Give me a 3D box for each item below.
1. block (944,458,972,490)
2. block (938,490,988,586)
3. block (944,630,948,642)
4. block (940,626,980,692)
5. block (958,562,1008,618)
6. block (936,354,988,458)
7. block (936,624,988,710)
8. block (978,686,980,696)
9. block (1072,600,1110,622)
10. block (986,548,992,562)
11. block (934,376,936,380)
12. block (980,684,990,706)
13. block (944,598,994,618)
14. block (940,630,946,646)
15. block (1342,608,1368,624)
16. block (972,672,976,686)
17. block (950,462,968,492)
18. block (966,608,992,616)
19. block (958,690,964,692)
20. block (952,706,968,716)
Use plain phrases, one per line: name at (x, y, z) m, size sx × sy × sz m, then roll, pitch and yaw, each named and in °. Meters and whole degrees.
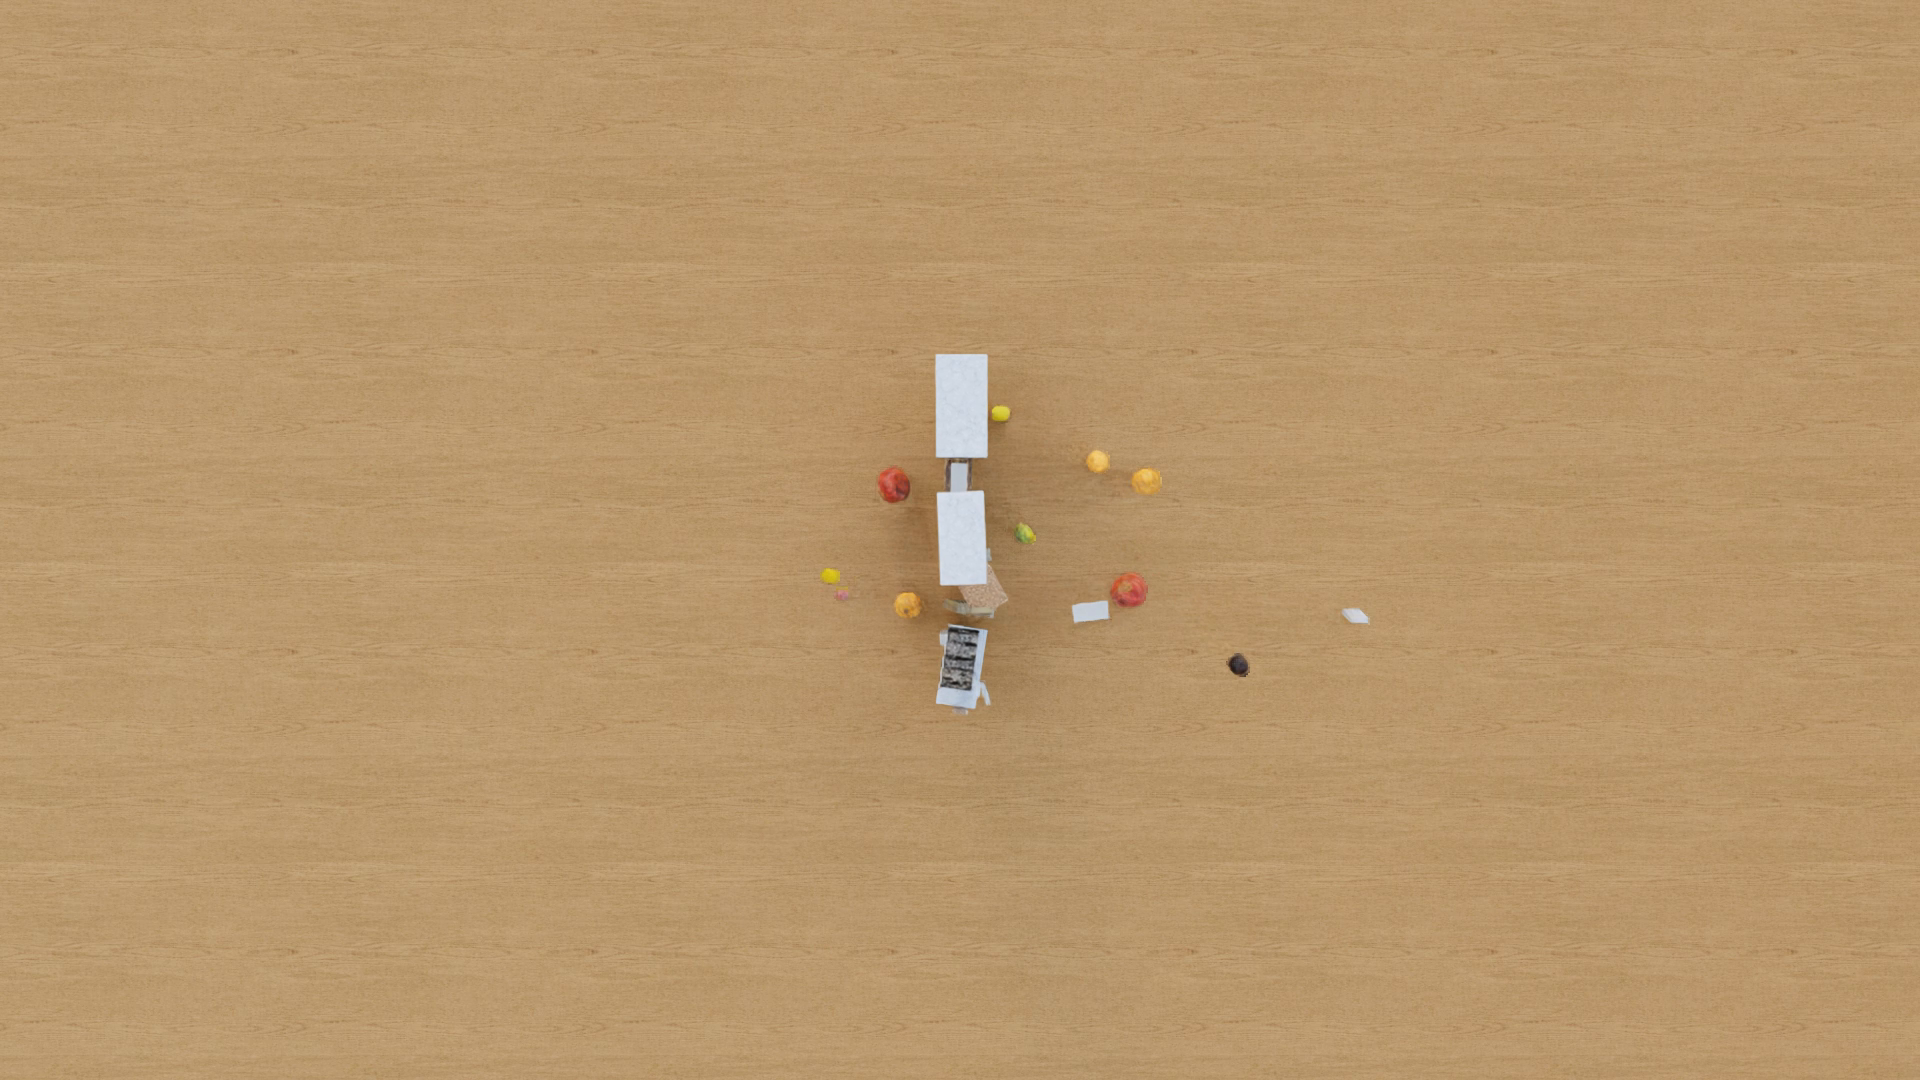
block at (-0.006, -0.247, 5.312) m, size 0.088 × 0.025 × 0.175 m, roll 1°, pitch 90°, yaw 0°
block at (0.006, -0.005, 4.928) m, size 0.139 × 0.039 × 0.277 m, roll -2°, pitch 89°, yaw 0°
block at (0.000, 0.302, 5.119) m, size 0.093 × 0.185 × 0.026 m, roll 3°, pitch 90°, yaw 0°
block at (0.000, 0.361, 5.013) m, size 0.093 × 0.026 × 0.185 m, roll 8°, pitch 90°, yaw 0°
block at (0.045, 0.116, 5.238) m, size 0.120 × 0.034 × 0.239 m, roll -29°, pitch 86°, yaw -2°
block at (0.005, -0.402, 4.961) m, size 0.154 × 0.044 × 0.308 m, roll 0°, pitch 90°, yaw 0°
block at (0.005, 0.400, 5.230) m, size 0.126 × 0.036 × 0.252 m, roll 9°, pitch 90°, yaw 0°
block at (-0.002, 0.481, 5.374) m, size 0.126 × 0.252 × 0.036 m, roll 0°, pitch 90°, yaw 0°
block at (0.434, 0.238, 5.492) m, size 0.117 × 0.017 × 0.059 m, roll -6°, pitch 90°, yaw 0°
block at (0.023, 0.051, 5.086) m, size 0.139 × 0.277 × 0.039 m, roll -5°, pitch 89°, yaw 0°
block at (0.002, -0.504, 5.136) m, size 0.154 × 0.308 × 0.044 m, roll 2°, pitch 90°, yaw 0°
block at (0.081, 0.496, 5.295) m, size 0.013 × 0.094 × 0.047 m, roll -17°, pitch 70°, yaw -3°
block at (0.027, 0.221, 5.371) m, size 0.120 × 0.239 × 0.034 m, roll 8°, pitch 90°, yaw -11°
block at (-0.001, 0.315, 5.374) m, size 0.126 × 0.252 × 0.036 m, roll -2°, pitch 90°, yaw 0°
block at (1.300, 0.250, 5.423) m, size 0.058 × 0.117 × 0.017 m, roll 1°, pitch 102°, yaw -1°
block at (0.001, 0.422, 5.119) m, size 0.093 × 0.185 × 0.026 m, roll 13°, pitch 90°, yaw 0°
block at (-0.003, -0.192, 5.192) m, size 0.050 × 0.014 × 0.099 m, roll 1°, pitch 90°, yaw 0°
block at (0.059, 0.223, 5.150) m, size 0.058 × 0.117 × 0.017 m, roll -2°, pitch 83°, yaw -9°
block at (-0.009, 0.459, 5.165) m, size 0.047 × 0.095 × 0.013 m, roll 25°, pitch 90°, yaw 1°
block at (0.002, 0.534, 5.309) m, size 0.047 × 0.382 × 0.013 m, roll 9°, pitch 90°, yaw 1°
